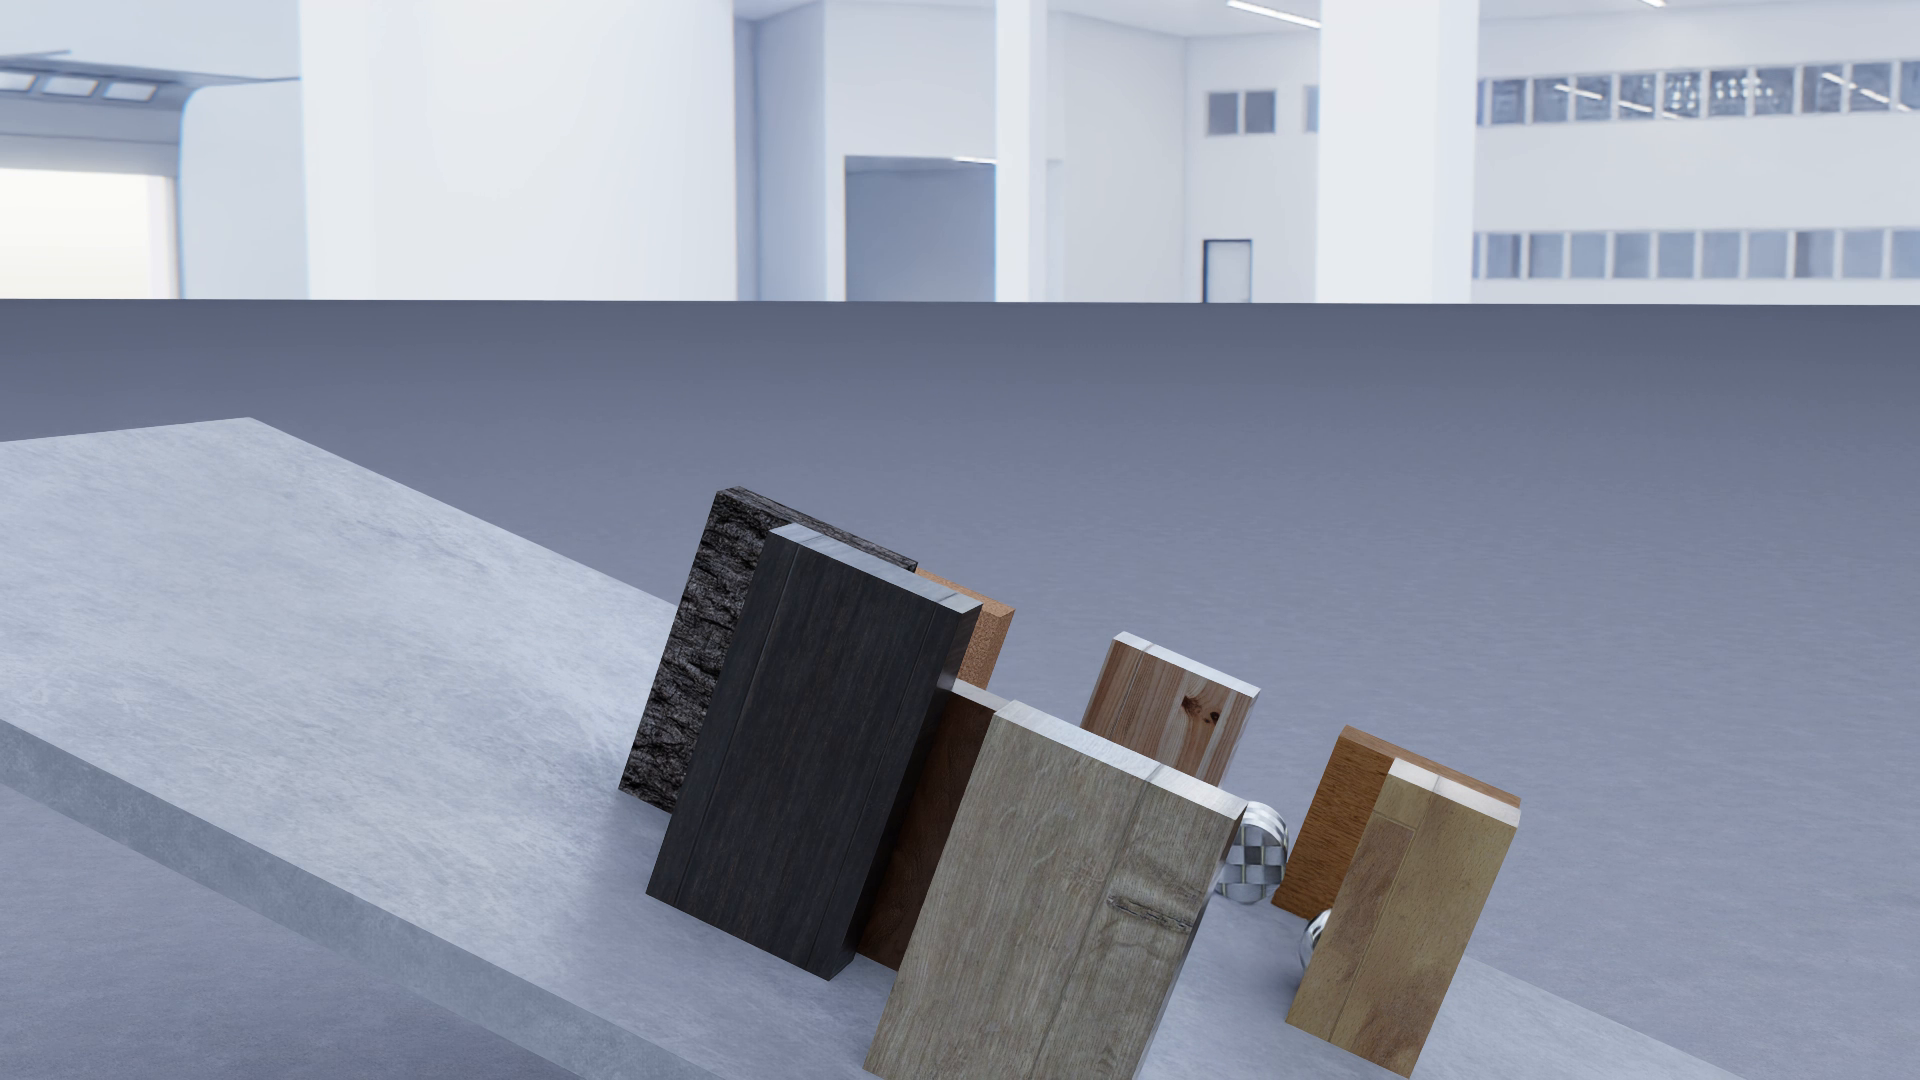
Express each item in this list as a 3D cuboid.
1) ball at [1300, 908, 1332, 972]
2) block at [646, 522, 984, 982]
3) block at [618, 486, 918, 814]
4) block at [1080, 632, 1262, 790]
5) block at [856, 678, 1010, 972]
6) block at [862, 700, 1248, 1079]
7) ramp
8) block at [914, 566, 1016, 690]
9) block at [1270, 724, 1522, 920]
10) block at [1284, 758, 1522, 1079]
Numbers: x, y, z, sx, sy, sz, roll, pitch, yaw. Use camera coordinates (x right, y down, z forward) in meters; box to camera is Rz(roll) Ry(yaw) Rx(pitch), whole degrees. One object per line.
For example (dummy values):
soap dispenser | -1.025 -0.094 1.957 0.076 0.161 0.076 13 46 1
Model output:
ball | 0.758 0.812 4.335 0.176 0.176 0.176 0 7 0
block | -0.245 0.348 3.636 0.349 0.662 0.119 23 13 13
block | -0.356 0.252 4.029 0.371 0.599 0.103 23 13 13
block | 0.352 0.481 4.308 0.292 0.527 0.093 23 13 13
block | -0.022 0.499 3.729 0.284 0.493 0.085 23 13 13
block | 0.139 0.597 3.303 0.384 0.600 0.115 23 13 13
ramp | -0.329 0.600 4.208 4.000 0.100 2.000 23 13 13
block | -0.134 0.270 4.756 0.377 0.403 0.123 23 13 13
block | 0.930 0.666 4.703 0.396 0.402 0.121 23 13 13
block | 0.825 0.703 4.101 0.247 0.521 0.137 23 13 13
